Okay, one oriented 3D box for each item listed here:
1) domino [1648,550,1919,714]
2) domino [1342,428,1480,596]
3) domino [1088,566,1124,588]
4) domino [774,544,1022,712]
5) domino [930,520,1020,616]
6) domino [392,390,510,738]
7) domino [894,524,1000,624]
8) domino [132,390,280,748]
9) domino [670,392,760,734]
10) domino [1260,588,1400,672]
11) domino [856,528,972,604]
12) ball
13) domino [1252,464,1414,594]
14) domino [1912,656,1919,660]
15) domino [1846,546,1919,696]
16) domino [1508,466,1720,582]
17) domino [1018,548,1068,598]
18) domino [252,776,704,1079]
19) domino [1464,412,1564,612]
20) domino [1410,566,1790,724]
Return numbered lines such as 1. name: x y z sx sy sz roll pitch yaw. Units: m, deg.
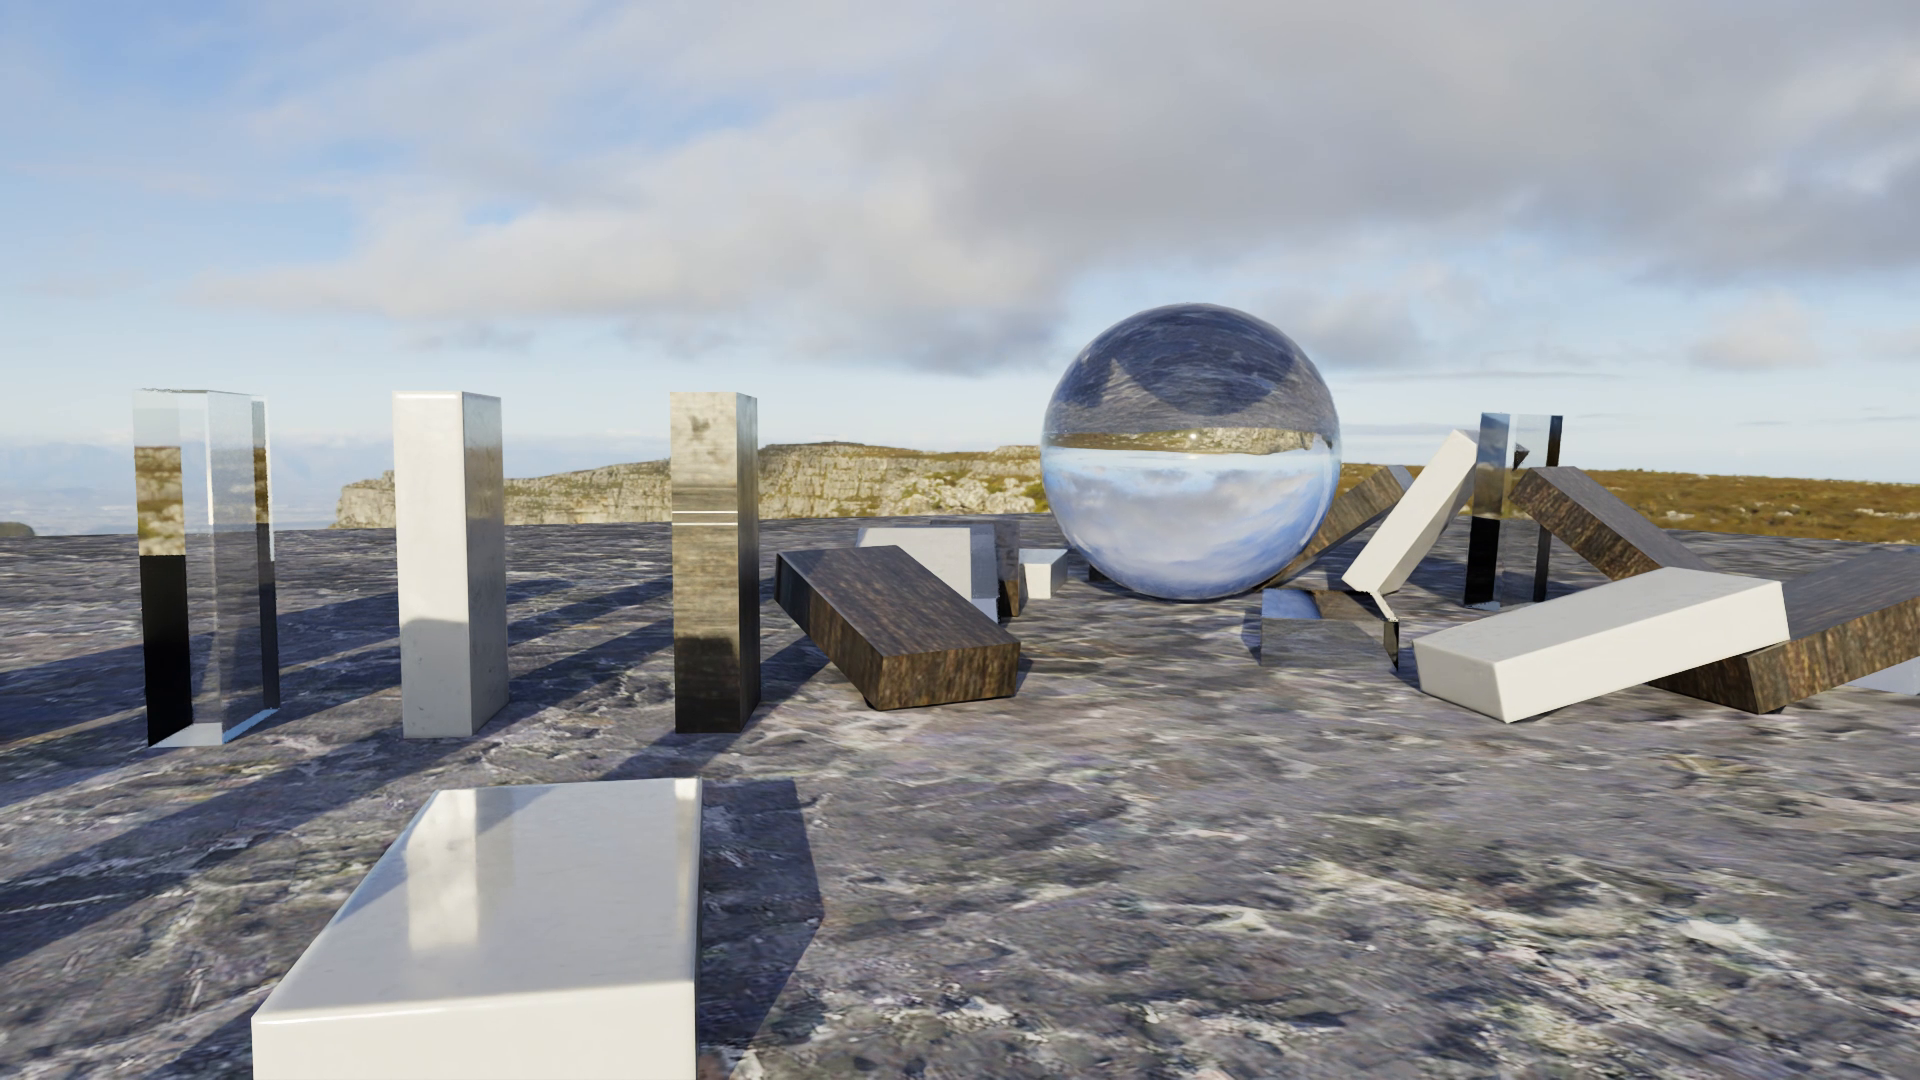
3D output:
1. domino: 0.146 0.015 0.217 0.050 0.009 0.025 -17 7 -8
2. domino: 0.127 -0.007 0.352 0.010 0.050 0.025 43 26 26
3. domino: 0.068 0.008 0.395 0.050 0.010 0.025 -2 5 -25
4. domino: -0.013 0.014 0.229 0.025 0.010 0.050 -4 20 -28
5. domino: 0.003 0.007 0.339 0.025 0.010 0.050 0 18 3
6. domino: -0.077 0.003 0.196 0.010 0.050 0.025 -1 4 -7
7. domino: -0.004 0.009 0.302 0.025 0.010 0.050 0 19 0
8. domino: -0.111 0.003 0.191 0.009 0.050 0.025 -1 4 -11
9. domino: -0.038 0.003 0.199 0.009 0.050 0.025 0 4 -2
10. domino: 0.076 0.018 0.266 0.025 0.010 0.050 1 4 14
11. domino: -0.010 0.011 0.268 0.025 0.009 0.050 0 21 0
12. ball: 0.061 -0.023 0.345 0.080 0.080 0.080 0 4 0
13. domino: 0.106 -0.003 0.367 0.050 0.010 0.025 -37 -14 26
14. domino: 0.189 0.017 0.280 0.025 0.010 0.050 2 5 26
15. domino: 0.177 0.014 0.238 0.050 0.010 0.025 -18 12 -24
16. domino: 0.161 0.001 0.312 0.025 0.010 0.050 -4 41 -41
17. domino: 0.017 0.009 0.380 0.025 0.009 0.050 1 4 10
18. domino: -0.033 0.030 0.101 0.025 0.009 0.050 -1 4 -11
19. domino: 0.144 -0.008 0.334 0.025 0.050 0.010 -4 9 -41
20. domino: 0.104 0.016 0.211 0.050 0.010 0.025 -14 6 -8
